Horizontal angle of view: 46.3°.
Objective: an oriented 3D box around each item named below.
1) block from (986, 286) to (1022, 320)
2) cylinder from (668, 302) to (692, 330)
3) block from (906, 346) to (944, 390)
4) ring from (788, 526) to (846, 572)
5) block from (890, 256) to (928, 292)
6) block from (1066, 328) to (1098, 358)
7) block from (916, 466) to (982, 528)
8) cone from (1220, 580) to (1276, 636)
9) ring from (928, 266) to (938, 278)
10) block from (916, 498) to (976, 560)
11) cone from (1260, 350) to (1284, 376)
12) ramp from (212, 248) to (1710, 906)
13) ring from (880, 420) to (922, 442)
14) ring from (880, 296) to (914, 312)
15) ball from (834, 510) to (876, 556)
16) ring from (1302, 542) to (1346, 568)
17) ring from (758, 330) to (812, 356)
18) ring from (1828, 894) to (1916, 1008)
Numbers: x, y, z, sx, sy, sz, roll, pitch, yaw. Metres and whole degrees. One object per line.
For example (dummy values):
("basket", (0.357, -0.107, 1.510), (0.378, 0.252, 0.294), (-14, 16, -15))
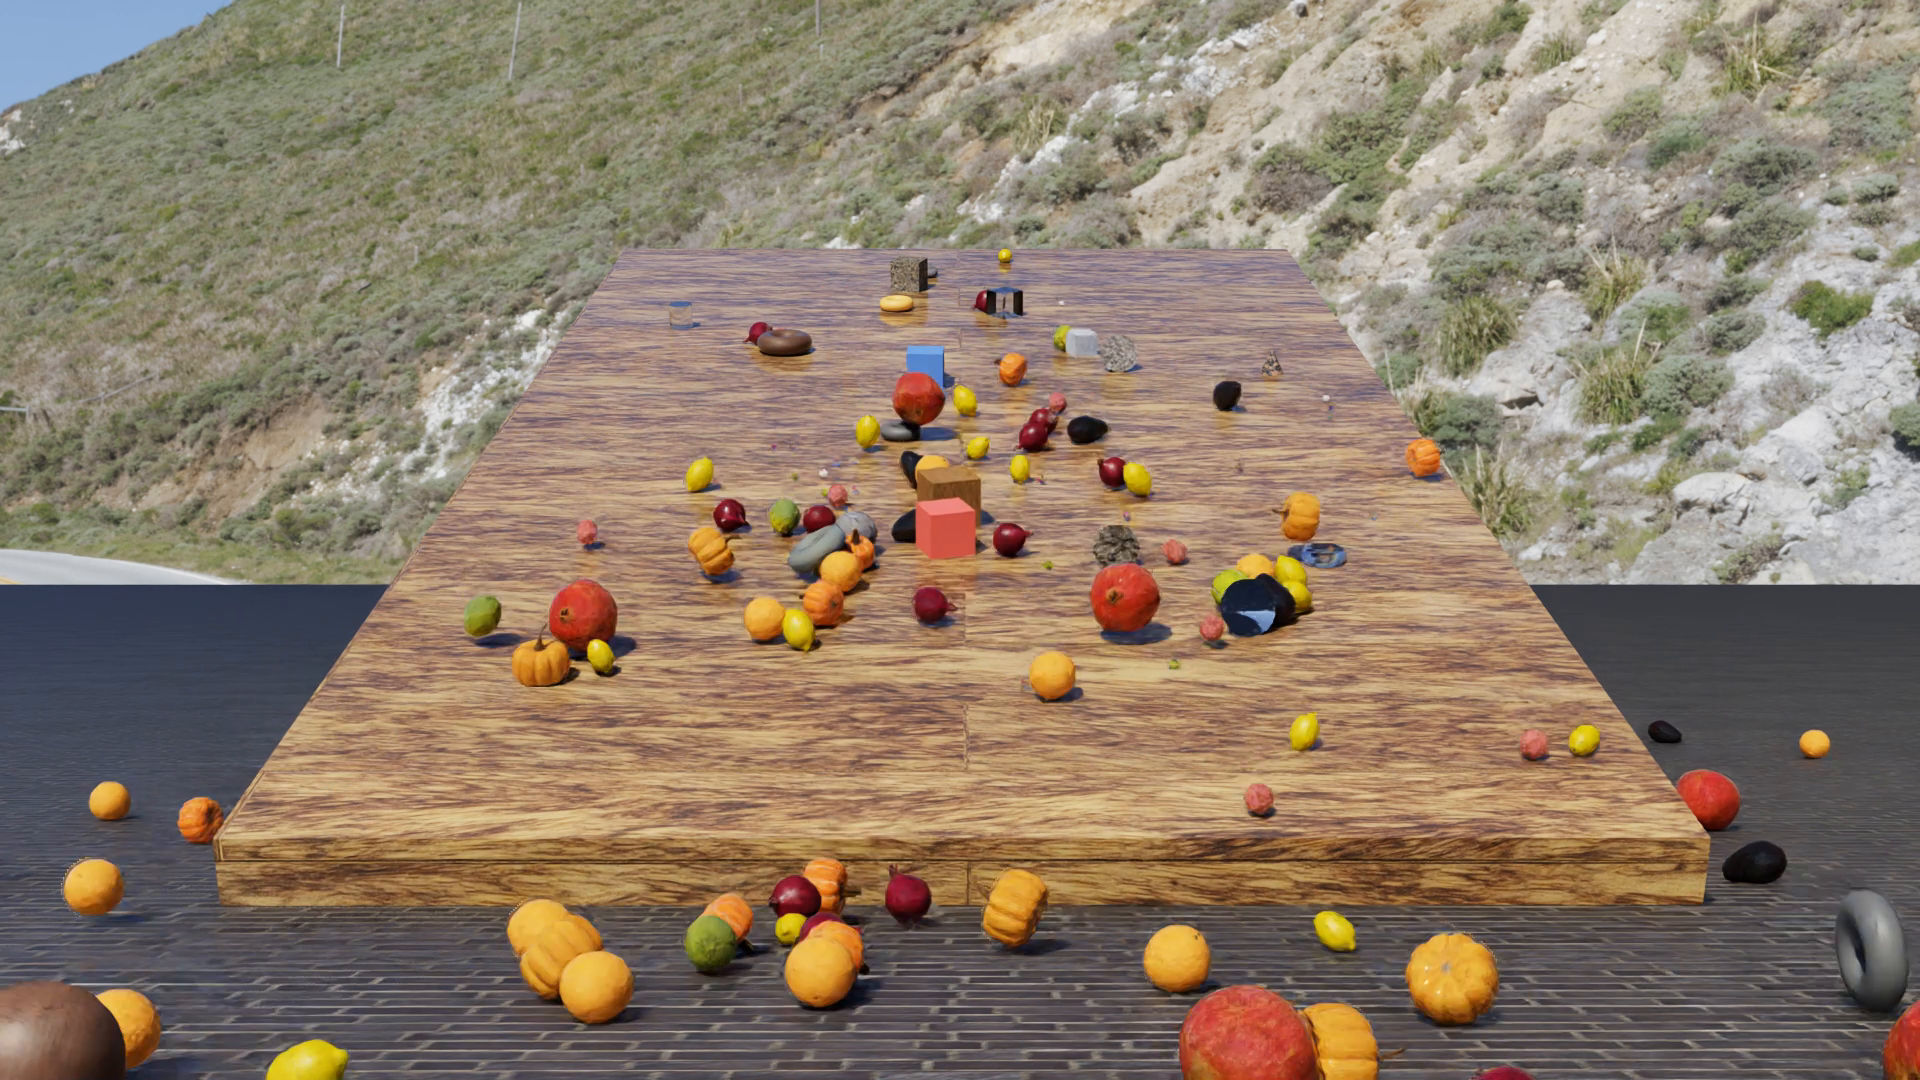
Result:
("block", (0.118, -0.626, 5.927), (0.068, 0.068, 0.068), (-14, 23, -37))
("cylinder", (-0.720, -0.579, 5.797), (0.060, 0.060, 0.060), (0, 19, 0))
("block", (-0.080, -0.403, 5.241), (0.084, 0.084, 0.084), (1, 19, 2))
("ring", (-0.252, 0.015, 3.965), (0.115, 0.038, 0.115), (-30, 16, 10))
("block", (-0.141, -0.738, 6.238), (0.082, 0.082, 0.082), (5, 19, 15))
("block", (0.299, -0.483, 5.523), (0.057, 0.057, 0.057), (-8, 20, -22))
("block", (-0.021, -0.079, 4.263), (0.096, 0.096, 0.096), (-6, 20, -19))
("cone", (0.466, 0.119, 3.759), (0.096, 0.096, 0.096), (0, -9, -13))
("ring", (-0.102, -0.766, 6.409), (0.078, 0.026, 0.078), (1, 22, 0))
("block", (-0.027, -0.021, 4.108), (0.085, 0.085, 0.085), (-7, 20, -19))
("cone", (0.744, -0.427, 5.357), (0.058, 0.058, 0.058), (0, 19, 0))
("ramp", (-0.004, -0.194, 4.909), (2.000, 0.100, 4.000), (0, 19, 0))
("ring", (-0.127, -0.234, 4.827), (0.089, 0.030, 0.089), (1, 18, 0))
("ring", (-0.170, -0.632, 6.005), (0.092, 0.031, 0.092), (-1, 18, 0))
("ball", (-0.192, -0.013, 4.088), (0.081, 0.081, 0.081), (0, -1, 0))
("ring", (0.656, 0.027, 4.058), (0.080, 0.027, 0.080), (-2, 22, 1))
("ring", (-0.434, -0.489, 5.556), (0.137, 0.046, 0.137), (0, 17, 0))
("ring", (0.923, 0.416, 2.277), (0.041, 0.122, 0.122), (-17, 1, -7))
